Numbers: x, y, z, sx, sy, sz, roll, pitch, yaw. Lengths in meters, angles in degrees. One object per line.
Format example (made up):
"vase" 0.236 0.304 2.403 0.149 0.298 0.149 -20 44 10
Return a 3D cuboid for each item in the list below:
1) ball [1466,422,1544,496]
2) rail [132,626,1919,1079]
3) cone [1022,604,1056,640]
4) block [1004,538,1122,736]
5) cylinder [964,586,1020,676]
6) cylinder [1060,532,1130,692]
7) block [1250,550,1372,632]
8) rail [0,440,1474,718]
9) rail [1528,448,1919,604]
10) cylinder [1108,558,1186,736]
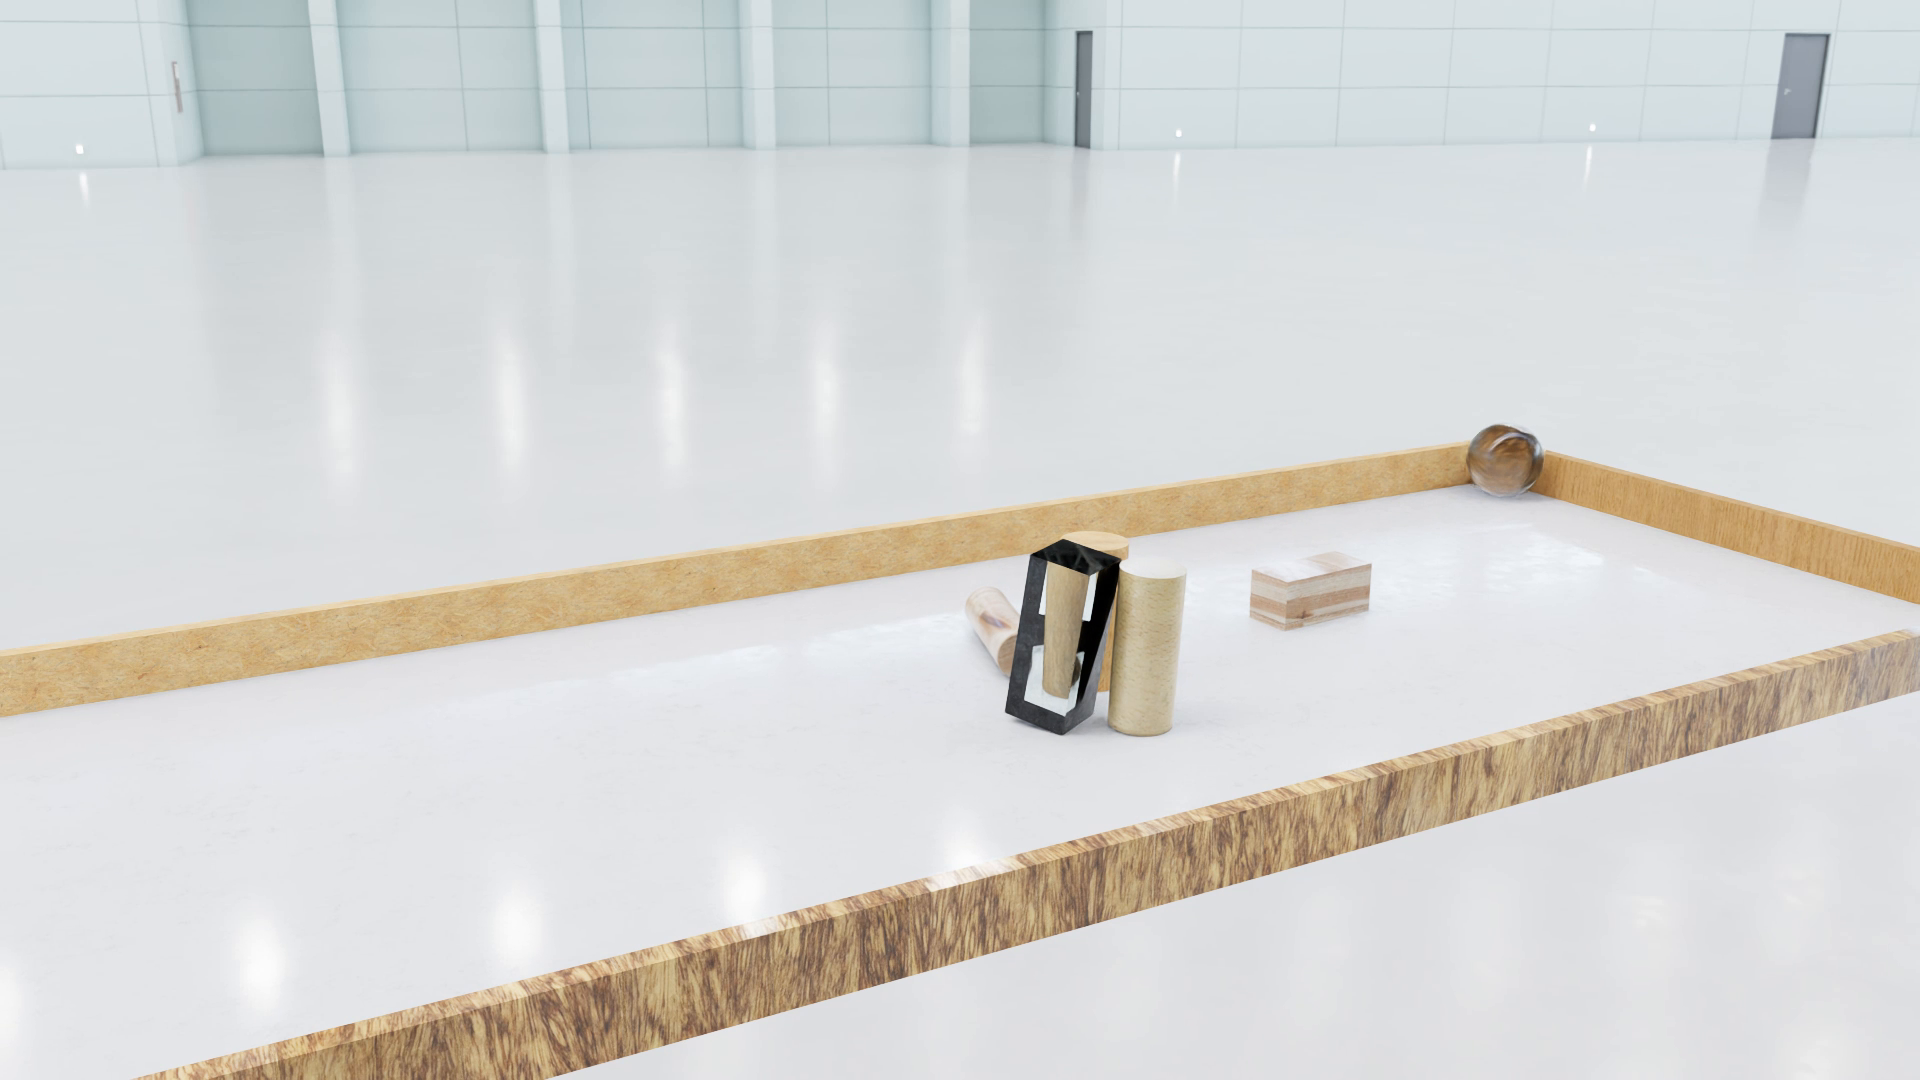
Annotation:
"ball" 1.937 -0.287 5.865 0.264 0.264 0.264 0 16 0
"rail" -2.336 1.006 1.665 12.000 0.150 0.050 -9 18 -27
"cone" 0.355 0.228 4.490 0.362 0.102 0.102 2 14 -23
"block" 0.239 0.225 3.839 0.156 0.404 0.156 20 24 27
"cylinder" 0.113 0.239 4.328 0.122 0.122 0.391 -3 17 -12
"cylinder" 0.326 0.177 4.099 0.170 0.365 0.170 1 16 0
"block" 0.983 0.141 4.624 0.323 0.142 0.142 -10 19 -32
"rail" -3.305 0.497 3.399 12.000 0.150 0.050 -9 18 -27
"rail" 2.466 -0.048 5.253 0.050 0.150 2.100 -9 18 -27
"cylinder" 0.432 0.246 3.823 0.155 0.384 0.155 3 17 -1
